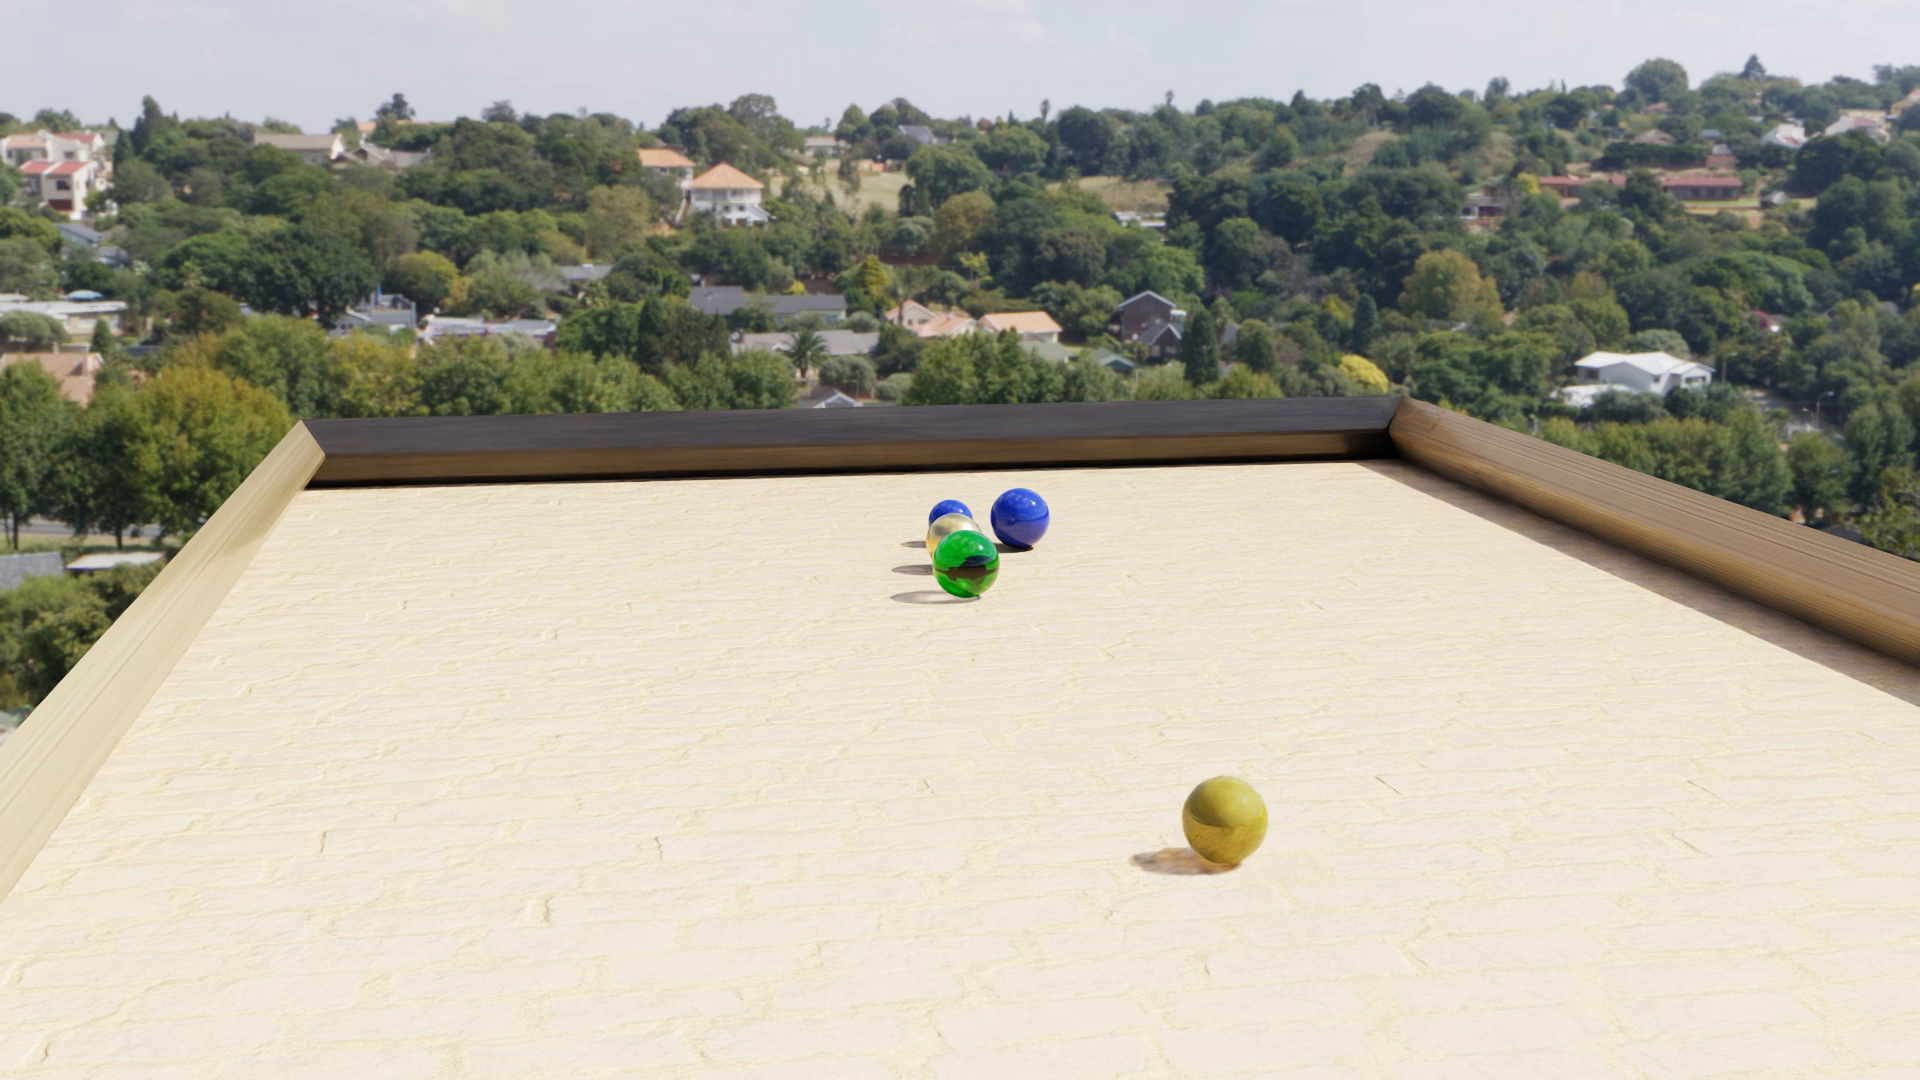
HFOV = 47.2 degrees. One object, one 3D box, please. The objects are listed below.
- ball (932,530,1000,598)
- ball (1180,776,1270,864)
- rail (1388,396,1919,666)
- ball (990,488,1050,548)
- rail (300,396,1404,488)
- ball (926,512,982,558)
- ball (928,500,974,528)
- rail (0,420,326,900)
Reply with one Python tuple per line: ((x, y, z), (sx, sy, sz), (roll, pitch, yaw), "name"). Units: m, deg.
((0.008, 0.032, 2.976), (0.093, 0.093, 0.093), (0, 11, 0), "ball")
((0.230, 0.243, 1.908), (0.076, 0.076, 0.076), (0, 11, 0), "ball")
((1.136, 0.116, 2.455), (0.045, 0.120, 3.626), (-2, 11, -10), "rail")
((0.090, -0.033, 3.323), (0.092, 0.092, 0.092), (0, 11, 0), "ball")
((-0.151, -0.180, 4.020), (2.039, 0.120, 0.045), (-2, 11, -10), "rail")
((-0.008, 0.002, 3.161), (0.083, 0.083, 0.083), (0, 11, 0), "ball")
((-0.014, -0.027, 3.354), (0.070, 0.070, 0.070), (0, 11, 0), "ball")
((-0.826, 0.179, 2.120), (0.045, 0.120, 3.626), (-2, 11, -10), "rail")
